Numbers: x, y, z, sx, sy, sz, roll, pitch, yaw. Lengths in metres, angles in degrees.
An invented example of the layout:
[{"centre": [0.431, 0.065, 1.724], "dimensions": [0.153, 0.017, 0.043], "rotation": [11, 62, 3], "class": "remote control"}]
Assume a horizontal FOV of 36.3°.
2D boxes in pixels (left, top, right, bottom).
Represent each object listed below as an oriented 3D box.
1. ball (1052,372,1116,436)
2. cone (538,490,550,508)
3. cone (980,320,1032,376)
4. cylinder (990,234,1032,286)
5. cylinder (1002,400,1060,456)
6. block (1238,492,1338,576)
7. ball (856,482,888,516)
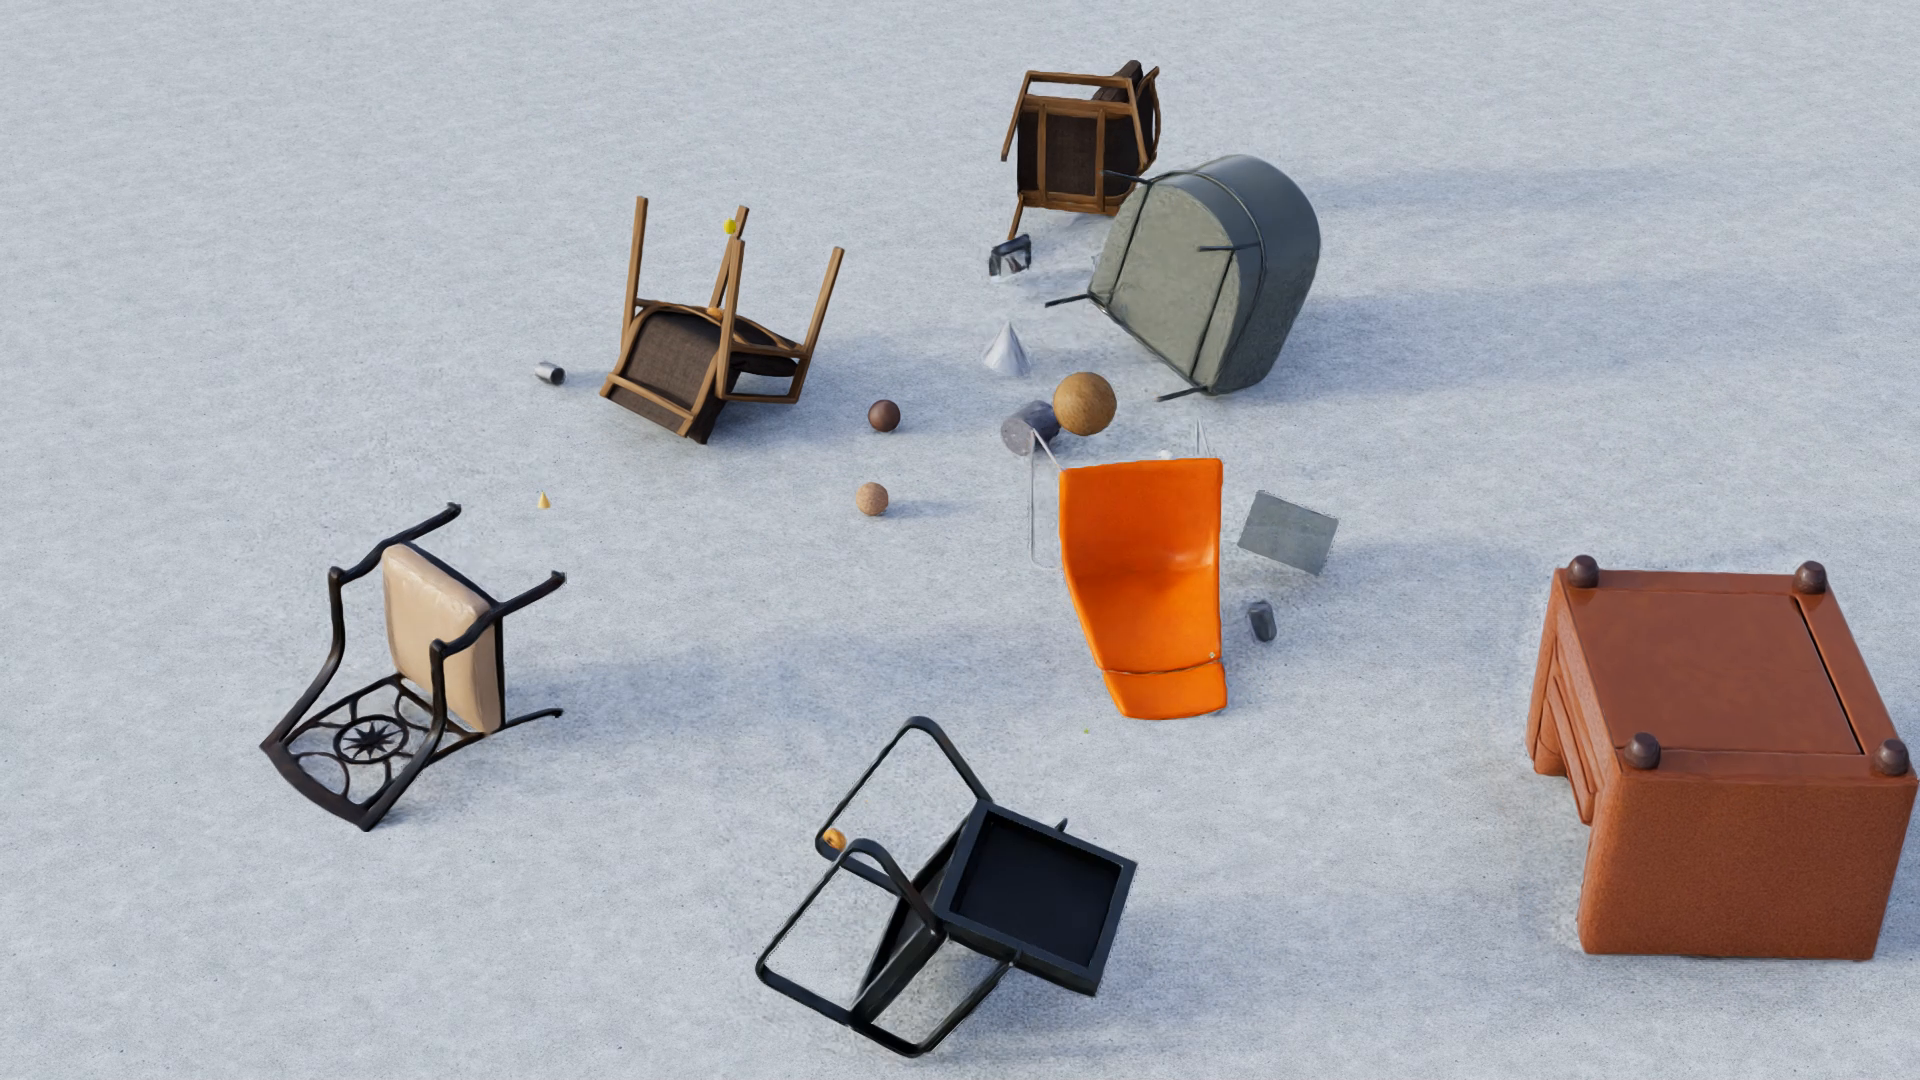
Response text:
[{"centre": [0.471, -0.516, 11.081], "dimensions": [0.242, 0.242, 0.242], "rotation": [0, 33, 0], "class": "ball"}, {"centre": [-1.579, -0.159, 11.120], "dimensions": [0.051, 0.062, 0.057], "rotation": [-6, 22, -12], "class": "cone"}, {"centre": [0.195, -0.813, 11.988], "dimensions": [0.194, 0.189, 0.264], "rotation": [-11, 33, -26], "class": "cone"}, {"centre": [0.216, -1.202, 12.562], "dimensions": [0.176, 0.192, 0.072], "rotation": [-27, 48, -35], "class": "cylinder"}, {"centre": [0.277, -0.437, 11.457], "dimensions": [0.164, 0.162, 0.171], "rotation": [-36, 6, -42], "class": "cylinder"}, {"centre": [1.196, -0.024, 10.697], "dimensions": [0.315, 0.212, 0.121], "rotation": [20, 4, 5], "class": "block"}, {"centre": [-0.331, -0.155, 11.066], "dimensions": [0.126, 0.126, 0.126], "rotation": [0, 33, 0], "class": "ball"}]
